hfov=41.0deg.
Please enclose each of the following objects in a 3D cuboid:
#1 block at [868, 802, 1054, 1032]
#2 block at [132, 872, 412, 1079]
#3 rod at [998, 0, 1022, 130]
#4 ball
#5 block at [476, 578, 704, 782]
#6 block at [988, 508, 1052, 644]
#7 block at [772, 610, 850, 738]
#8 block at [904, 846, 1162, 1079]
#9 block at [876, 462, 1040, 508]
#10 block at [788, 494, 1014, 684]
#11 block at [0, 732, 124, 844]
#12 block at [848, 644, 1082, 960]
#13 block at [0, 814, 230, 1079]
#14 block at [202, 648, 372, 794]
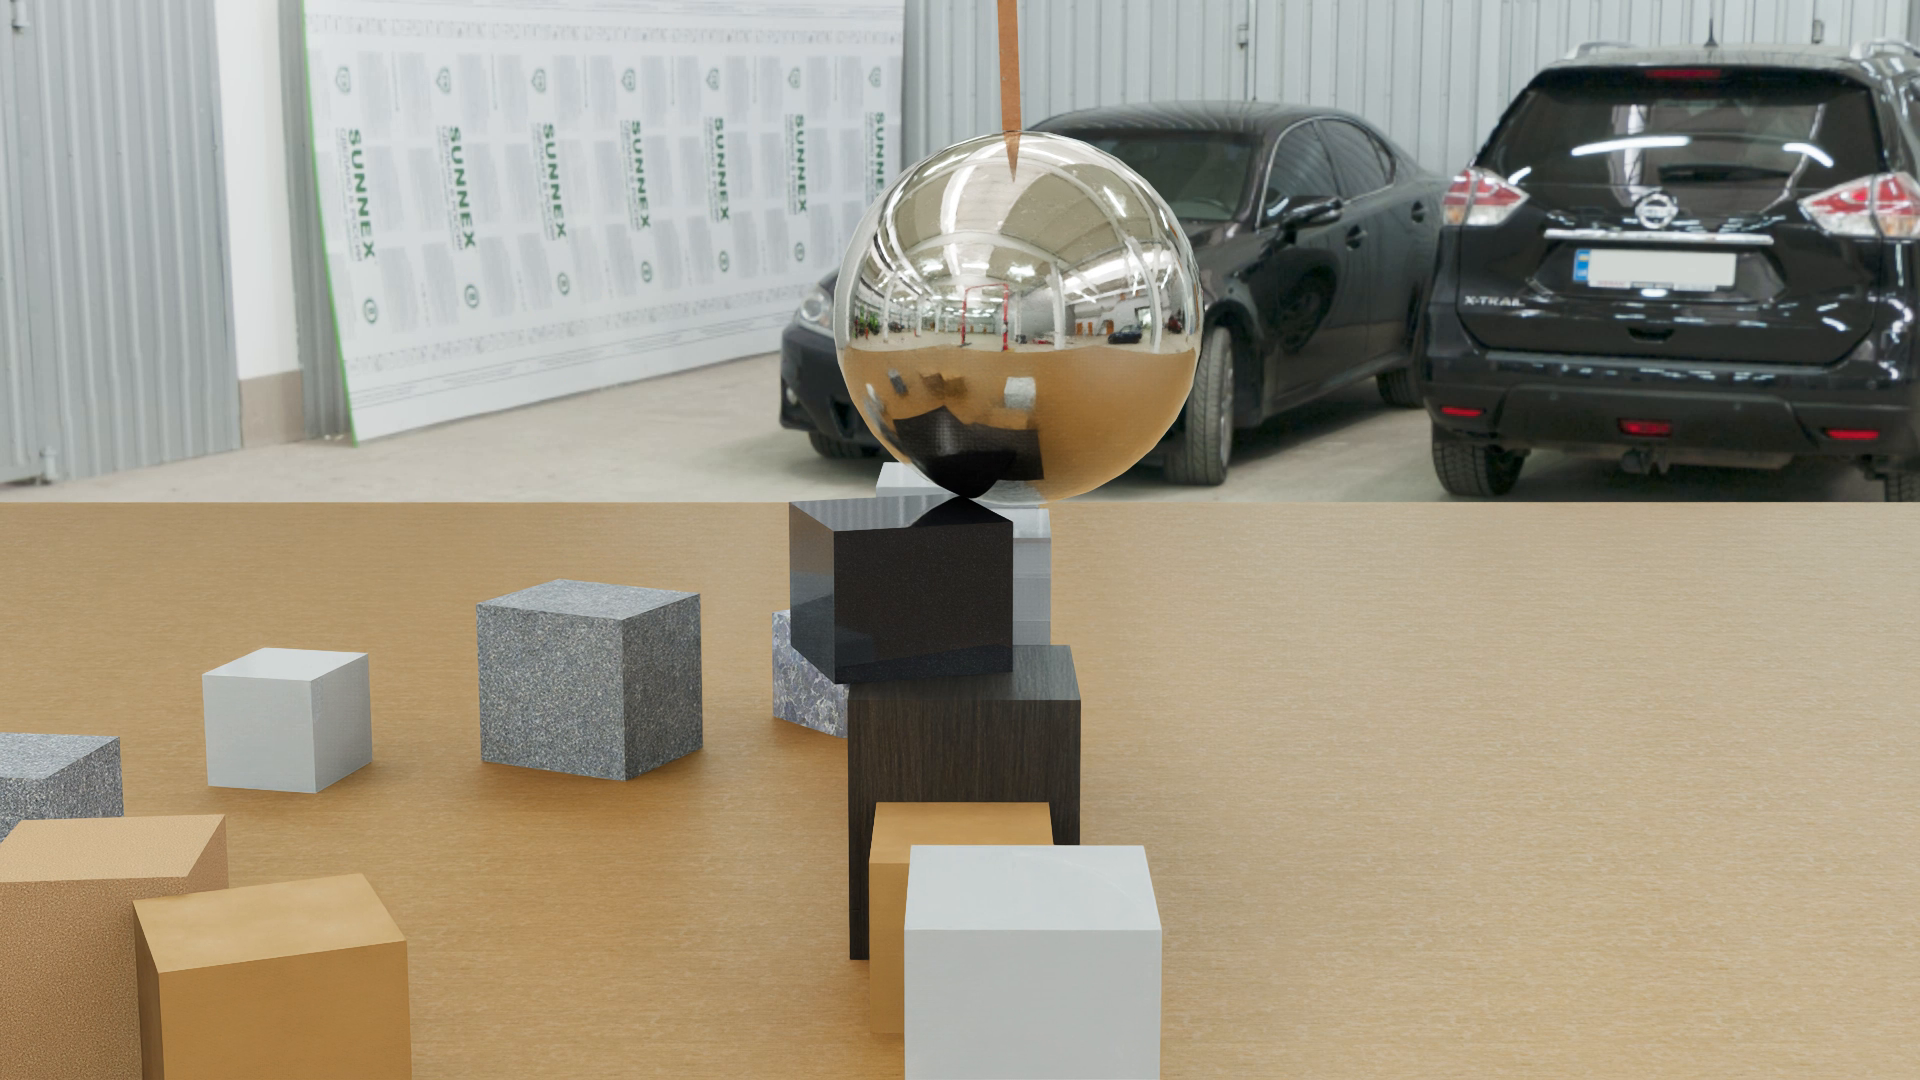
[{"bbox_3d":[0.009,1.434,9.846,0.683,0.655,0.798,0,10,0],"label":"block"},{"bbox_3d":[-2.306,1.623,8.593,0.775,0.732,0.780,-4,11,-23],"label":"block"},{"bbox_3d":[0.110,-4.291,10.400,0.080,5.200,0.080,-2,10,0],"label":"rod"},{"bbox_3d":[0.253,-0.949,11.008,1.600,1.600,1.600,0,10,0],"label":"ball"},{"bbox_3d":[-1.917,0.711,13.335,0.889,0.830,0.735,5,11,26],"label":"block"},{"bbox_3d":[-0.014,0.259,11.698,0.843,0.686,0.771,0,10,1],"label":"block"},{"bbox_3d":[-0.601,0.696,14.097,0.593,0.587,0.643,-8,13,-39],"label":"block"},{"bbox_3d":[0.232,1.564,8.572,0.809,0.855,0.895,0,10,0],"label":"block"},{"bbox_3d":[-0.004,0.016,12.445,0.765,0.673,0.763,0,10,1],"label":"block"},{"bbox_3d":[-0.257,0.190,10.772,0.757,0.629,0.760,-3,11,-17],"label":"block"},{"bbox_3d":[-4.053,1.233,10.933,0.708,0.662,0.688,1,10,7],"label":"block"},{"bbox_3d":[0.016,1.069,10.692,0.921,1.072,0.992,0,10,0],"label":"block"},{"bbox_3d":[-3.053,1.483,9.191,0.734,0.794,0.753,-1,10,-6],"label":"block"},{"bbox_3d":[-3.397,0.905,12.993,0.588,0.571,0.625,2,11,13],"label":"block"}]
